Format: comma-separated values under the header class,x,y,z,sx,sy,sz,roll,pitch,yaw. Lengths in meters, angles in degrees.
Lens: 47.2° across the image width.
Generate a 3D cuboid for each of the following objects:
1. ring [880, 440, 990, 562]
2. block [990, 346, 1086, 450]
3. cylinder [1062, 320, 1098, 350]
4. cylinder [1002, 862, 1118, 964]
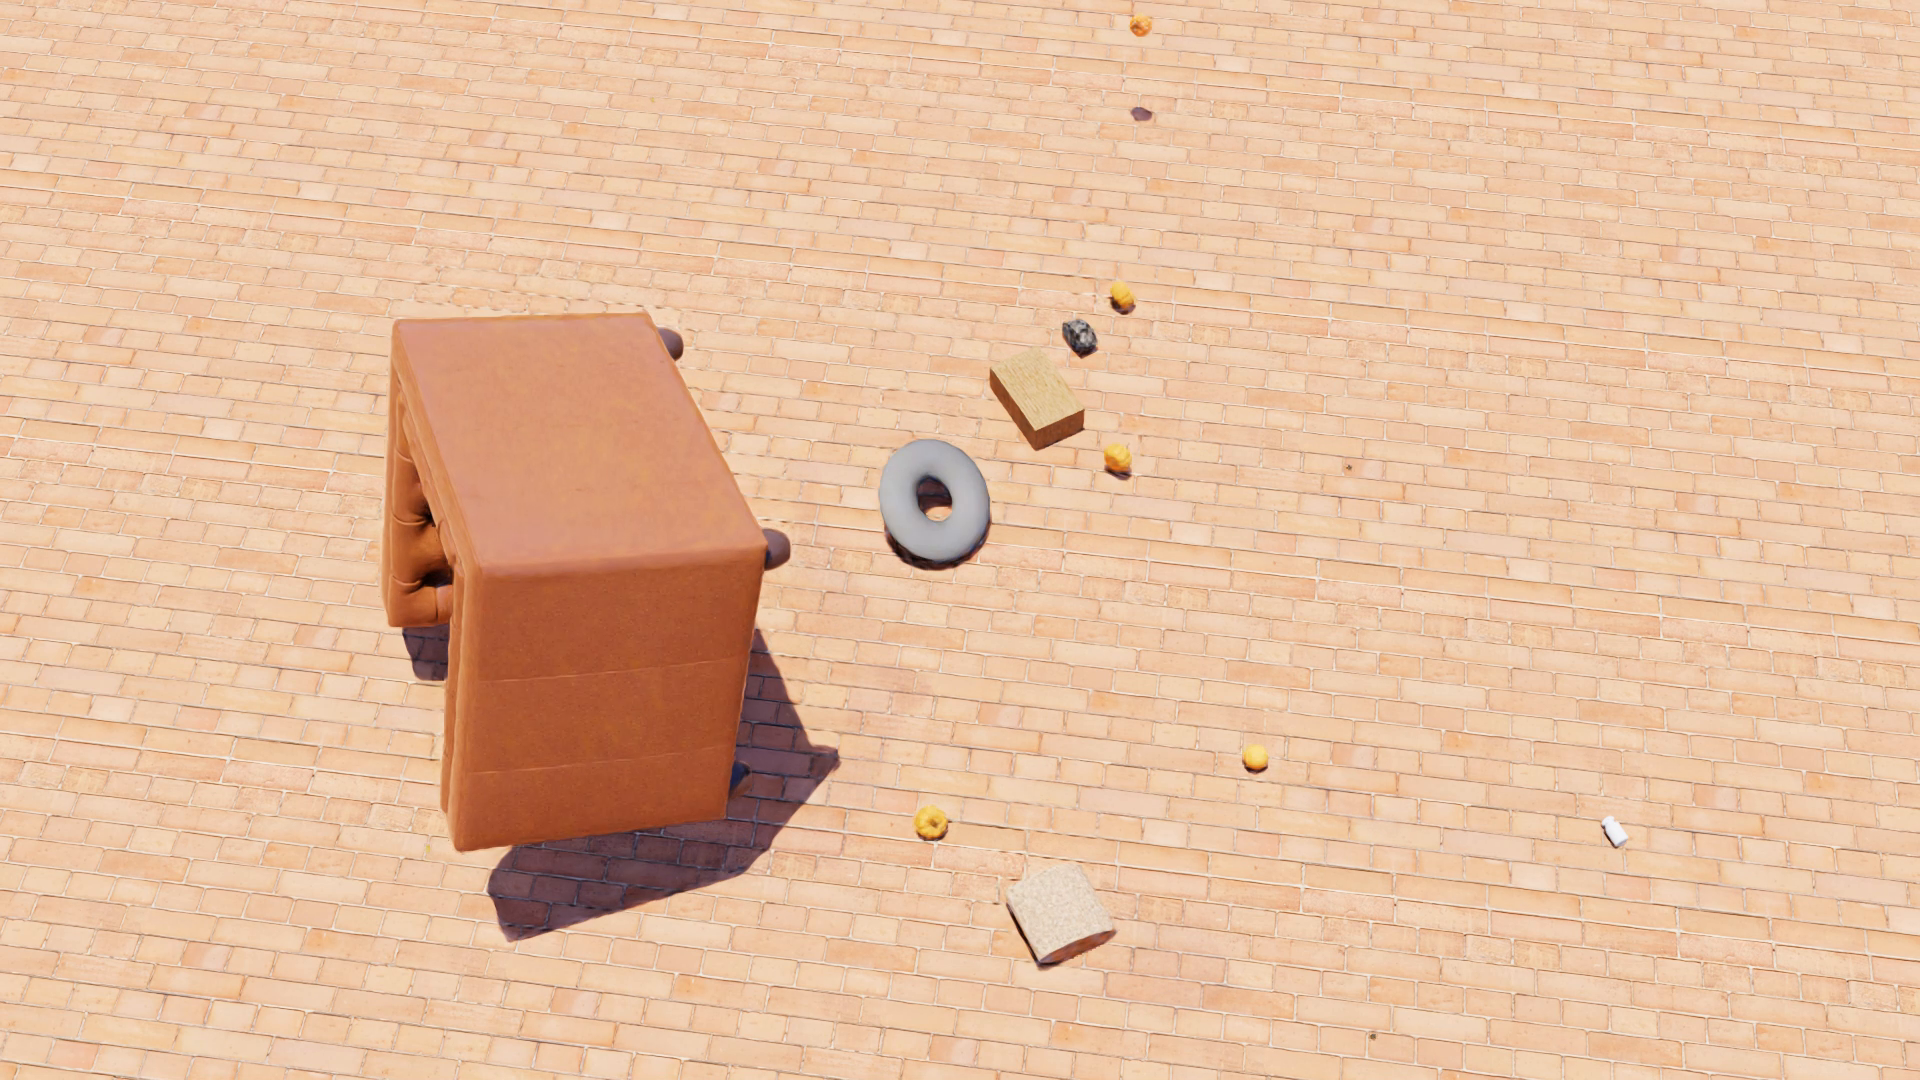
class,x,y,z,sx,sy,sz,roll,pitch,yaw
ring,-0.075,-0.117,6.525,0.343,0.097,0.381,-12,81,-22
block,0.237,-0.441,6.807,0.175,0.104,0.284,-25,60,-16
cylinder,0.379,-0.650,6.964,0.061,0.062,0.116,-18,53,-29
cylinder,0.266,0.990,5.850,0.235,0.094,0.217,-17,57,-21
